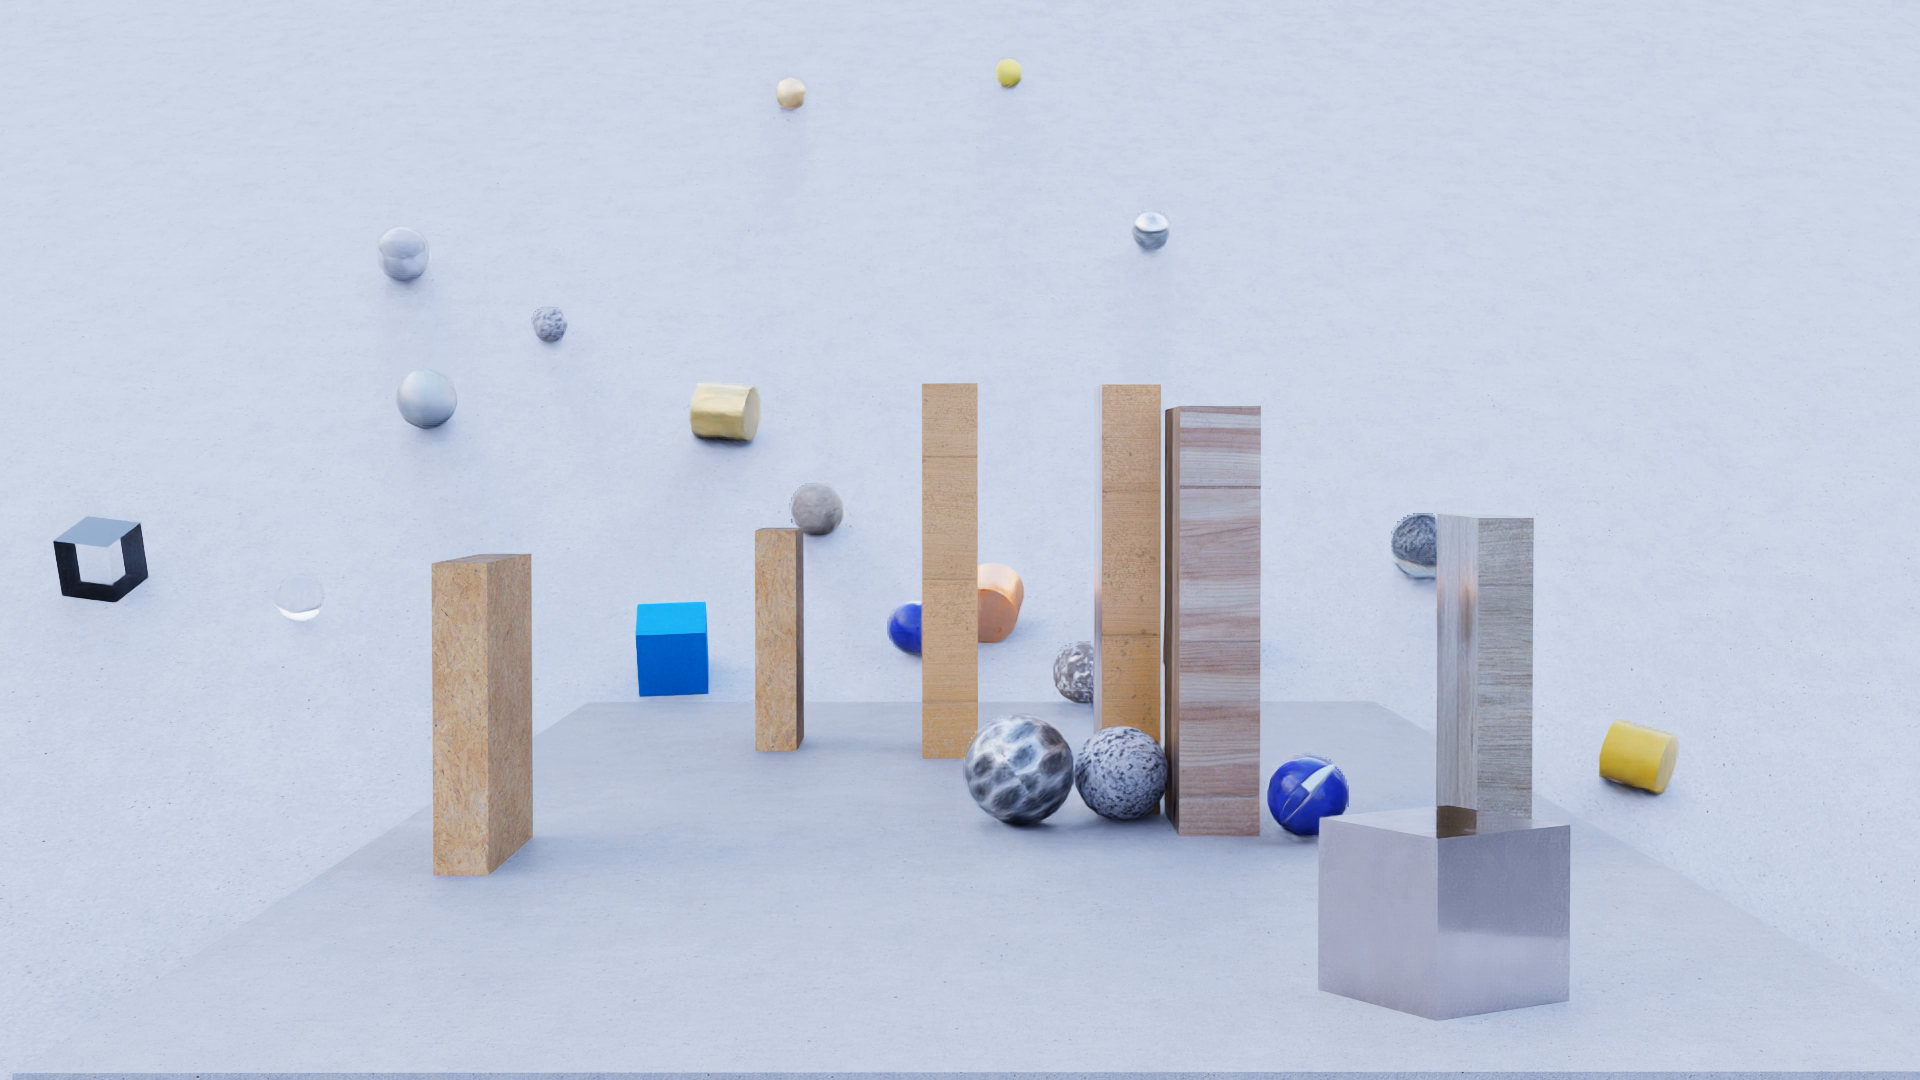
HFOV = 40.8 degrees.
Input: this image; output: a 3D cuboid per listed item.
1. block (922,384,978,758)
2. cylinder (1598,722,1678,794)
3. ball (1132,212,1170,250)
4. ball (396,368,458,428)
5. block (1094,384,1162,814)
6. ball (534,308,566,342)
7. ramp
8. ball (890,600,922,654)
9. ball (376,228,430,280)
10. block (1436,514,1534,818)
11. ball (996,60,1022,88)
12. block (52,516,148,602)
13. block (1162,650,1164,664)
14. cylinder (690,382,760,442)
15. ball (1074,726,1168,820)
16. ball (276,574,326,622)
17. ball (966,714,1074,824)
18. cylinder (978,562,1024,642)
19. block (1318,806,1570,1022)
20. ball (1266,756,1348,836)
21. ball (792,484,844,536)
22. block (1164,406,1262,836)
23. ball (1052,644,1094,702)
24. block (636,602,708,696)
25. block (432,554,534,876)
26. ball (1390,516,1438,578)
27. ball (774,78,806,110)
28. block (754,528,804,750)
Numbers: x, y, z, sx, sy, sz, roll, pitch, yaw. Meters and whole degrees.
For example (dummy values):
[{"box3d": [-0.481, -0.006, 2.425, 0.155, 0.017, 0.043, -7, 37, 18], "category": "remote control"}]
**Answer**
[{"box3d": [-0.021, 0.060, 5.421, 0.114, 0.768, 0.294, 0, 2, 0], "category": "block"}, {"box3d": [1.667, 0.535, 6.336, 0.146, 0.146, 0.146, 16, 29, 30], "category": "cylinder"}, {"box3d": [0.743, -1.201, 10.028, 0.148, 0.148, 0.148, 0, 25, 0], "category": "ball"}, {"box3d": [-1.737, -0.459, 8.394, 0.195, 0.195, 0.195, 0, 25, 0], "category": "ball"}, {"box3d": [0.295, 0.099, 4.557, 0.101, 0.740, 0.242, 0, 2, 0], "category": "block"}, {"box3d": [-1.451, -0.761, 9.126, 0.118, 0.118, 0.118, 0, 25, 0], "category": "ball"}, {"box3d": [0.057, 0.519, 4.559, 2.000, 0.100, 4.000, 0, 2, 0], "category": "ramp"}, {"box3d": [-0.121, 0.236, 6.978, 0.142, 0.142, 0.142, 0, 25, 0], "category": "ball"}, {"box3d": [-2.093, -1.075, 9.698, 0.201, 0.201, 0.201, 0, 25, 0], "category": "ball"}, {"box3d": [0.827, 0.222, 4.078, 0.084, 0.521, 0.334, 0, 2, 0], "category": "block"}, {"box3d": [0.230, -2.207, 12.190, 0.130, 0.130, 0.130, 0, 25, 0], "category": "ball"}, {"box3d": [-2.440, 0.054, 7.328, 0.172, 0.172, 0.172, 7, 26, 14], "category": "block"}, {"box3d": [0.658, 0.212, 6.967, 0.194, 0.194, 0.194, 5, 26, 10], "category": "block"}, {"box3d": [-0.756, -0.411, 8.311, 0.178, 0.178, 0.178, 6, 26, 13], "category": "cylinder"}, {"box3d": [0.273, 0.395, 4.365, 0.160, 0.160, 0.160, 0, 25, 0], "category": "ball"}, {"box3d": [-1.830, 0.160, 7.148, 0.134, 0.134, 0.134, 0, 25, 0], "category": "ball"}, {"box3d": [0.100, 0.385, 4.316, 0.183, 0.183, 0.183, 0, 25, 0], "category": "ball"}, {"box3d": [0.084, 0.172, 7.086, 0.165, 0.165, 0.165, 4, 25, 8], "category": "cylinder"}, {"box3d": [0.548, 0.418, 2.924, 0.199, 0.199, 0.199, -1, 2, -32], "category": "block"}, {"box3d": [0.563, 0.415, 4.180, 0.130, 0.130, 0.130, 0, 25, 0], "category": "ball"}, {"box3d": [-0.422, -0.088, 7.652, 0.154, 0.154, 0.154, 0, 25, 0], "category": "ball"}, {"box3d": [0.420, 0.128, 4.317, 0.131, 0.697, 0.296, 0, 2, 0], "category": "block"}, {"box3d": [0.310, 0.337, 6.521, 0.150, 0.150, 0.150, 0, 25, 0], "category": "ball"}, {"box3d": [-0.760, 0.288, 6.820, 0.181, 0.181, 0.181, -2, 25, -4], "category": "block"}, {"box3d": [-0.733, 0.257, 3.975, 0.081, 0.459, 0.397, 0, 2, 0], "category": "block"}, {"box3d": [1.326, 0.019, 7.392, 0.181, 0.181, 0.181, 0, 25, 0], "category": "ball"}, {"box3d": [-0.777, -2.047, 11.833, 0.144, 0.144, 0.144, 0, 25, 0], "category": "ball"}, {"box3d": [-0.388, 0.208, 5.558, 0.087, 0.464, 0.269, 0, 2, 0], "category": "block"}]
